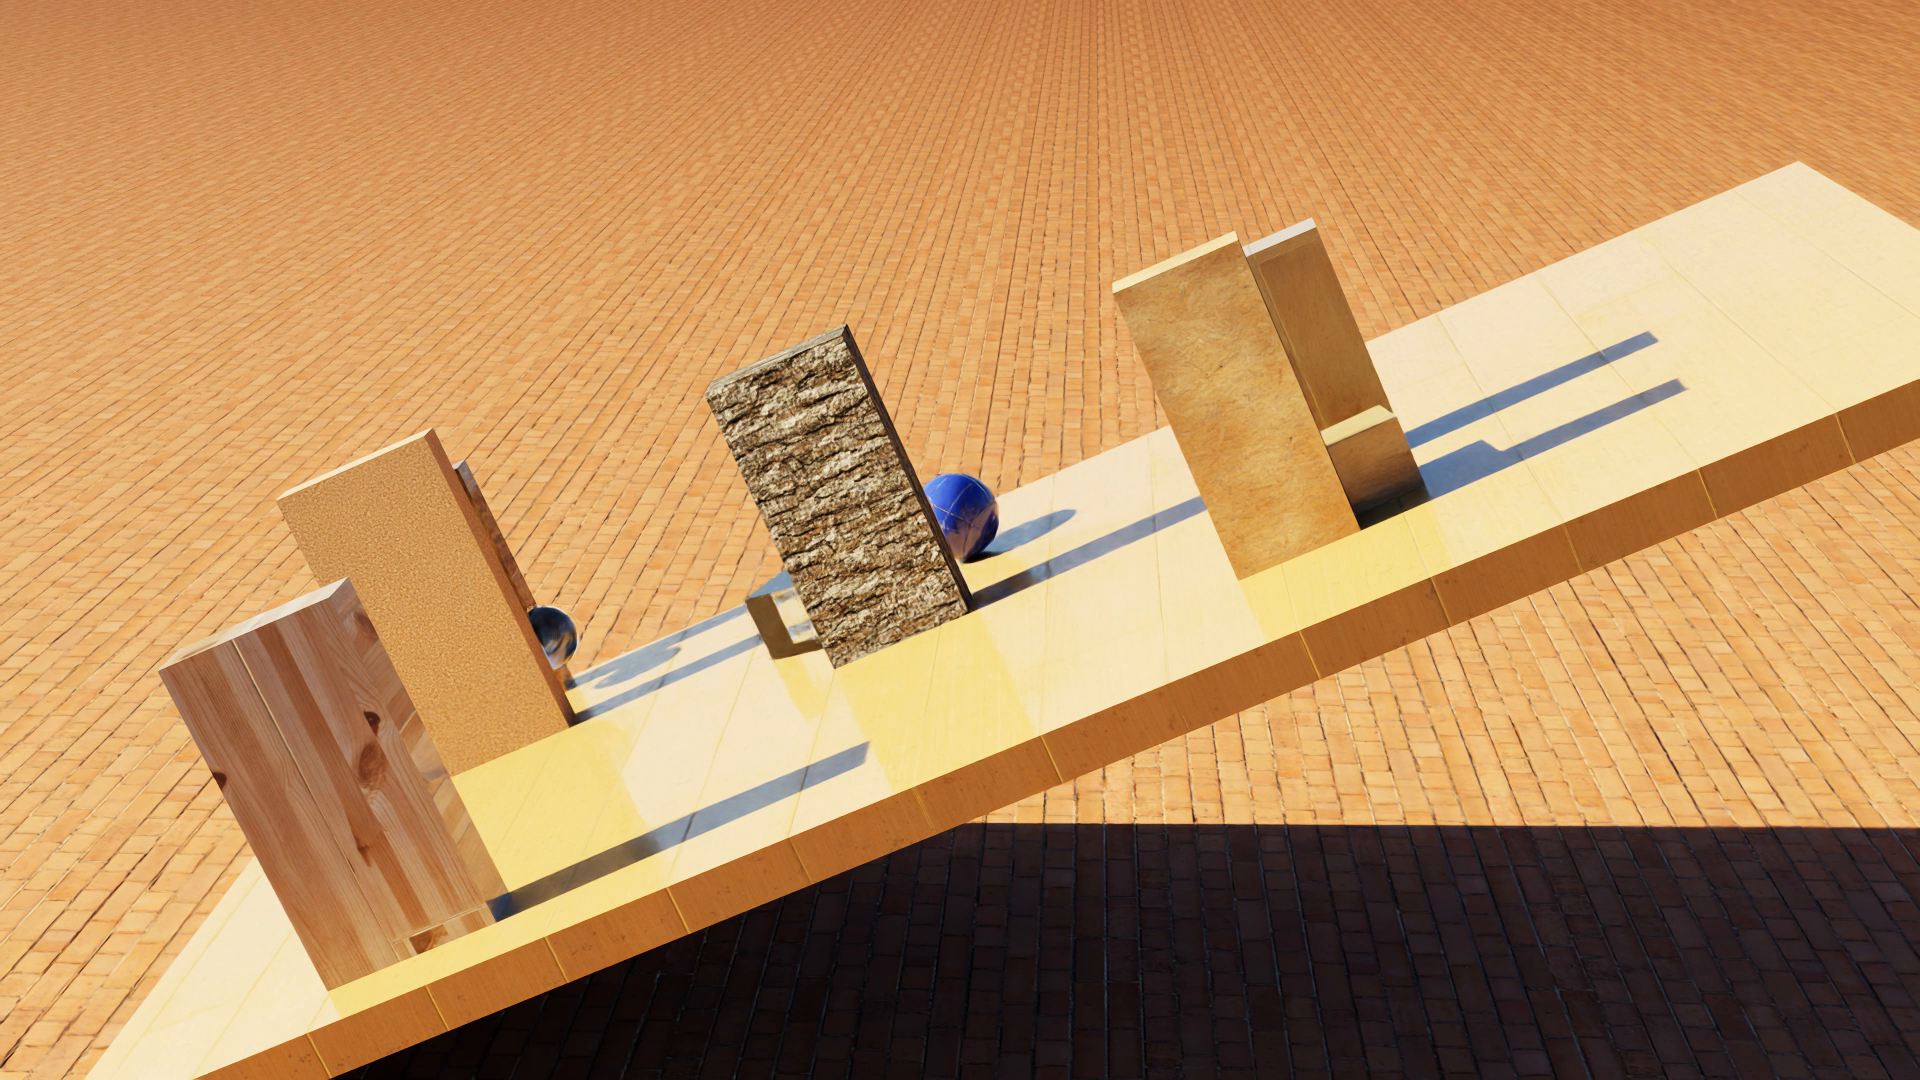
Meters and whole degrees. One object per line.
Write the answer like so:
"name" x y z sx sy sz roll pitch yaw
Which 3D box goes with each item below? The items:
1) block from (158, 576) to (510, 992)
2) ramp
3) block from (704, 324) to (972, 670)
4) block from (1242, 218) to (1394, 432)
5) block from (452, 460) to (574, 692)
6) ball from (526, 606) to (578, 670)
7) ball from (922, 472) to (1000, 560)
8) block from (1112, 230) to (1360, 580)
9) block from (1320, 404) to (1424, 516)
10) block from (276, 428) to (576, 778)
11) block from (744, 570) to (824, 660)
"block" -1.201 0.473 5.674 0.368 0.710 0.143 -23 13 8
"ramp" 0.131 0.170 6.285 4.000 0.100 2.000 -23 13 8
"block" -0.258 -0.093 6.330 0.320 0.663 0.139 -23 13 8
"block" 0.633 -0.344 6.064 0.414 0.503 0.123 -23 13 8
"block" -1.241 0.150 7.272 0.325 0.618 0.091 -23 13 8
"ball" -1.010 0.239 7.157 0.162 0.162 0.162 0 15 0
"ball" -0.010 -0.054 6.763 0.203 0.203 0.203 0 15 0
"block" 0.531 -0.255 5.642 0.254 0.613 0.112 -23 13 8
"block" 0.804 -0.158 5.801 0.149 0.149 0.149 -25 13 0
"block" -1.246 0.163 6.887 0.387 0.766 0.093 -23 13 8
"block" -0.356 0.157 6.657 0.156 0.156 0.156 -14 16 39
